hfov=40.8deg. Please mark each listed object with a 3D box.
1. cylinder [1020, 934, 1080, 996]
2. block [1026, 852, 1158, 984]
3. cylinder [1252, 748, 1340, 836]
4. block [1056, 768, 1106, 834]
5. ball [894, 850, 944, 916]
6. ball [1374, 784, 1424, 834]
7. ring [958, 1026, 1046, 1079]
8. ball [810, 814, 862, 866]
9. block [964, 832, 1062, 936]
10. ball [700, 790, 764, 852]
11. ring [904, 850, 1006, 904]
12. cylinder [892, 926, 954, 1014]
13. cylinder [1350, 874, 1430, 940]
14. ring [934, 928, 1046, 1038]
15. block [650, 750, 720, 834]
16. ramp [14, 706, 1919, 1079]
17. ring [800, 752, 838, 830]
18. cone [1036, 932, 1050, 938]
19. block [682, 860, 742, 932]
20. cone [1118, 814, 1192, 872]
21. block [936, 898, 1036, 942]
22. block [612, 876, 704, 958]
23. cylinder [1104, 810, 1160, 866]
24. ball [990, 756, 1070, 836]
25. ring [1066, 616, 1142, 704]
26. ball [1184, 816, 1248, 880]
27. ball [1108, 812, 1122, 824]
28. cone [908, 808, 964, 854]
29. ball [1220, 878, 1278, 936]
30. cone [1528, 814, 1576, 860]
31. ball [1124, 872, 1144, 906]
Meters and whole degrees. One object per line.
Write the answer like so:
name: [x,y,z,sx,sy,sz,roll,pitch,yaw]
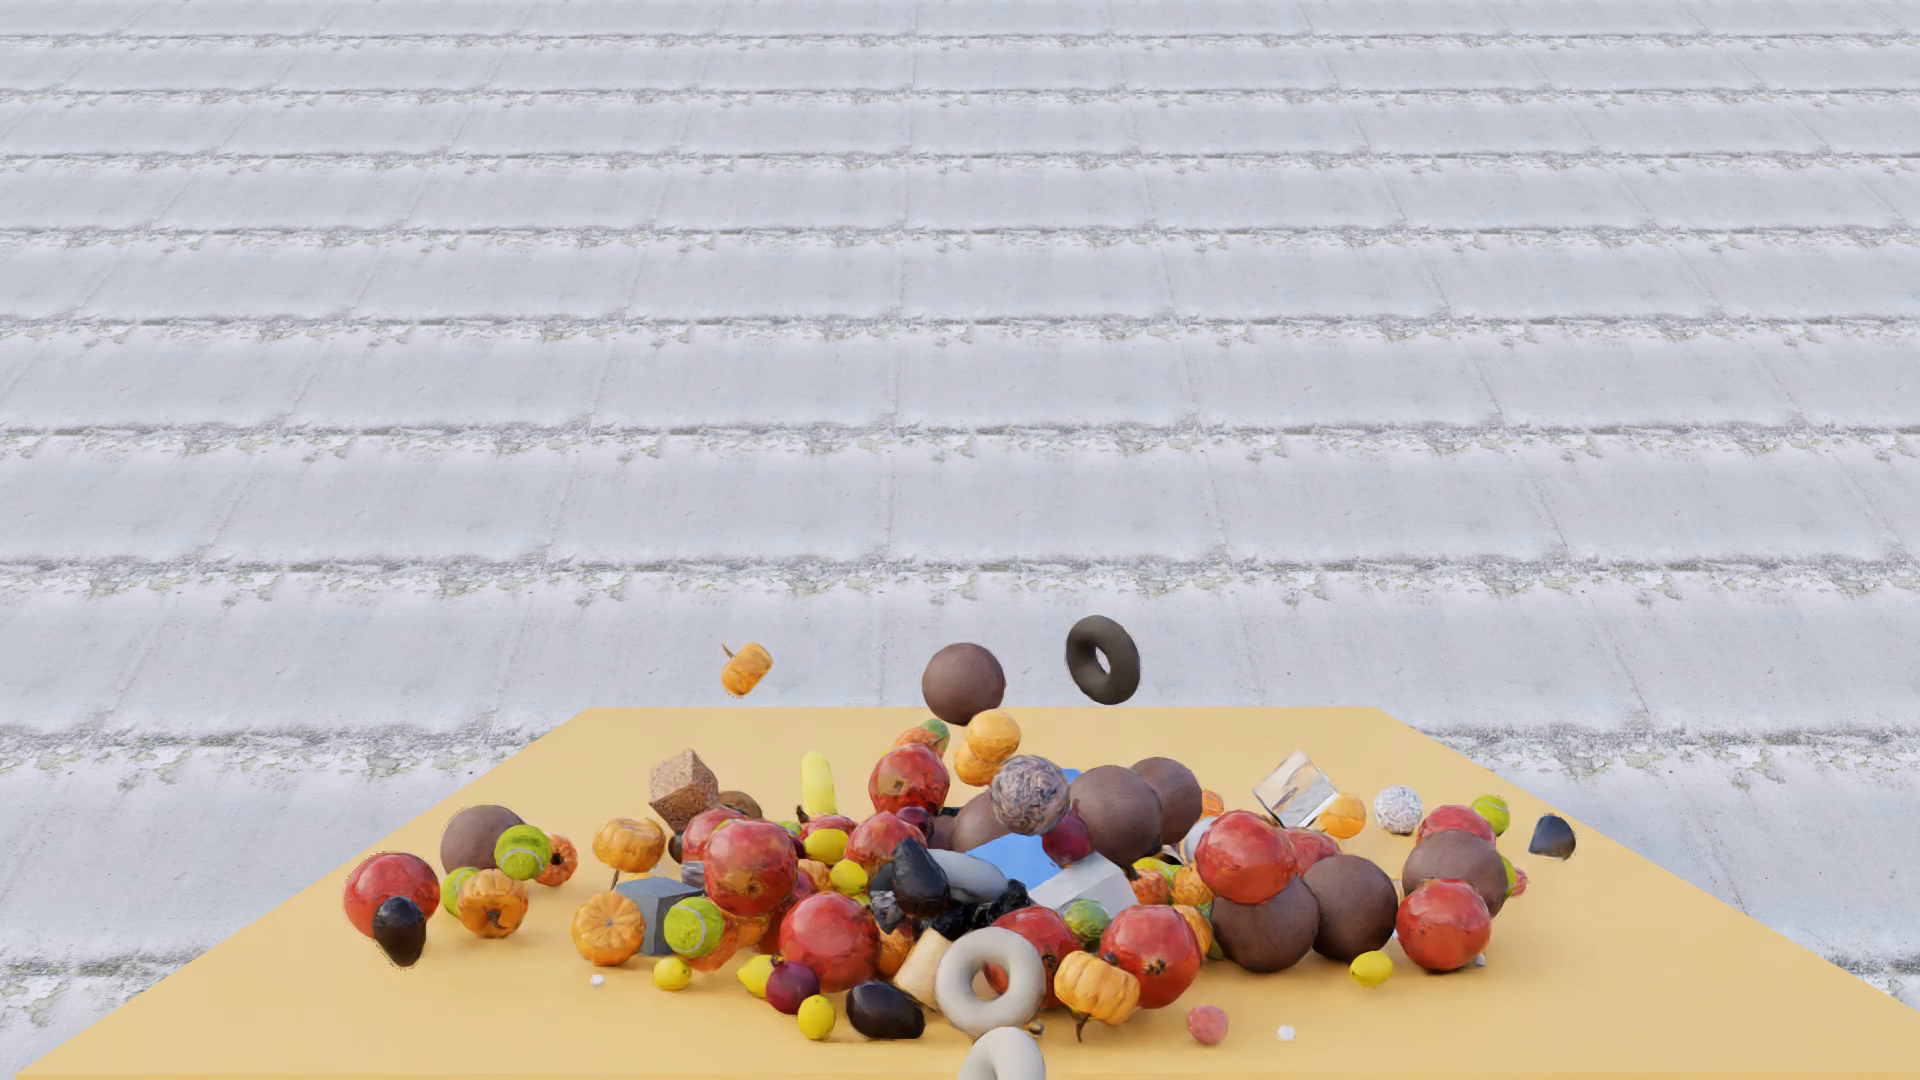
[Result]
cylinder: [0.093,0.486,2.951,0.062,0.062,0.062,-20,14,-36]
block: [0.156,0.446,3.058,0.099,0.099,0.099,-30,12,-11]
cylinder: [0.494,0.372,3.796,0.093,0.093,0.093,-42,29,5]
block: [0.166,0.400,3.958,0.069,0.069,0.069,43,19,27]
ball: [-0.041,0.425,3.200,0.081,0.081,0.081,0,26,0]
ball: [0.722,0.444,4.251,0.082,0.082,0.082,0,26,0]
ring: [0.035,0.515,2.372,0.045,0.136,0.136,18,19,-22]
ball: [-0.188,0.456,3.919,0.078,0.078,0.078,0,26,0]
block: [0.072,0.432,3.183,0.096,0.096,0.096,-21,43,-14]
ball: [-0.358,0.442,4.050,0.098,0.098,0.098,0,26,0]
ring: [-0.006,0.375,2.870,0.116,0.039,0.116,12,-18,4]
cylinder: [-0.025,0.474,2.837,0.071,0.071,0.071,28,81,45]
cylinder: [0.551,0.472,3.305,0.076,0.076,0.076,11,22,-17]
ring: [0.032,0.466,2.712,0.120,0.040,0.120,-5,62,10]
block: [-0.419,0.382,3.913,0.076,0.076,0.076,-27,35,13]
ramp: [0.058,0.527,4.564,2.000,0.100,4.000,0,2,0]
ring: [-0.230,0.412,4.197,0.046,0.138,0.138,-10,27,-8]
cone: [0.083,0.504,3.041,0.061,0.061,0.061,14,24,26]
block: [-0.322,0.462,3.352,0.076,0.076,0.076,-2,5,-5]
cone: [0.303,0.474,3.851,0.099,0.099,0.099,27,26,-6]
block: [0.026,0.465,3.048,0.081,0.081,0.081,20,-10,-27]
block: [-0.378,0.470,3.221,0.076,0.076,0.076,12,9,40]
cylinder: [0.246,0.426,3.676,0.057,0.057,0.057,-35,25,19]
ball: [0.082,0.298,3.007,0.094,0.094,0.094,0,26,0]
ring: [0.207,0.174,3.737,0.045,0.135,0.135,-22,33,-38]
ball: [0.334,0.402,3.369,0.082,0.082,0.082,0,26,0]
ball: [0.261,0.456,4.039,0.063,0.063,0.063,0,26,0]
cone: [-0.014,0.473,3.944,0.093,0.093,0.093,-16,37,-29]
ball: [0.373,0.473,3.322,0.074,0.074,0.074,0,26,0]
cone: [0.885,0.465,3.926,0.074,0.074,0.074,-18,31,-41]
ball: [0.216,0.475,3.454,0.062,0.062,0.062,0,26,0]
